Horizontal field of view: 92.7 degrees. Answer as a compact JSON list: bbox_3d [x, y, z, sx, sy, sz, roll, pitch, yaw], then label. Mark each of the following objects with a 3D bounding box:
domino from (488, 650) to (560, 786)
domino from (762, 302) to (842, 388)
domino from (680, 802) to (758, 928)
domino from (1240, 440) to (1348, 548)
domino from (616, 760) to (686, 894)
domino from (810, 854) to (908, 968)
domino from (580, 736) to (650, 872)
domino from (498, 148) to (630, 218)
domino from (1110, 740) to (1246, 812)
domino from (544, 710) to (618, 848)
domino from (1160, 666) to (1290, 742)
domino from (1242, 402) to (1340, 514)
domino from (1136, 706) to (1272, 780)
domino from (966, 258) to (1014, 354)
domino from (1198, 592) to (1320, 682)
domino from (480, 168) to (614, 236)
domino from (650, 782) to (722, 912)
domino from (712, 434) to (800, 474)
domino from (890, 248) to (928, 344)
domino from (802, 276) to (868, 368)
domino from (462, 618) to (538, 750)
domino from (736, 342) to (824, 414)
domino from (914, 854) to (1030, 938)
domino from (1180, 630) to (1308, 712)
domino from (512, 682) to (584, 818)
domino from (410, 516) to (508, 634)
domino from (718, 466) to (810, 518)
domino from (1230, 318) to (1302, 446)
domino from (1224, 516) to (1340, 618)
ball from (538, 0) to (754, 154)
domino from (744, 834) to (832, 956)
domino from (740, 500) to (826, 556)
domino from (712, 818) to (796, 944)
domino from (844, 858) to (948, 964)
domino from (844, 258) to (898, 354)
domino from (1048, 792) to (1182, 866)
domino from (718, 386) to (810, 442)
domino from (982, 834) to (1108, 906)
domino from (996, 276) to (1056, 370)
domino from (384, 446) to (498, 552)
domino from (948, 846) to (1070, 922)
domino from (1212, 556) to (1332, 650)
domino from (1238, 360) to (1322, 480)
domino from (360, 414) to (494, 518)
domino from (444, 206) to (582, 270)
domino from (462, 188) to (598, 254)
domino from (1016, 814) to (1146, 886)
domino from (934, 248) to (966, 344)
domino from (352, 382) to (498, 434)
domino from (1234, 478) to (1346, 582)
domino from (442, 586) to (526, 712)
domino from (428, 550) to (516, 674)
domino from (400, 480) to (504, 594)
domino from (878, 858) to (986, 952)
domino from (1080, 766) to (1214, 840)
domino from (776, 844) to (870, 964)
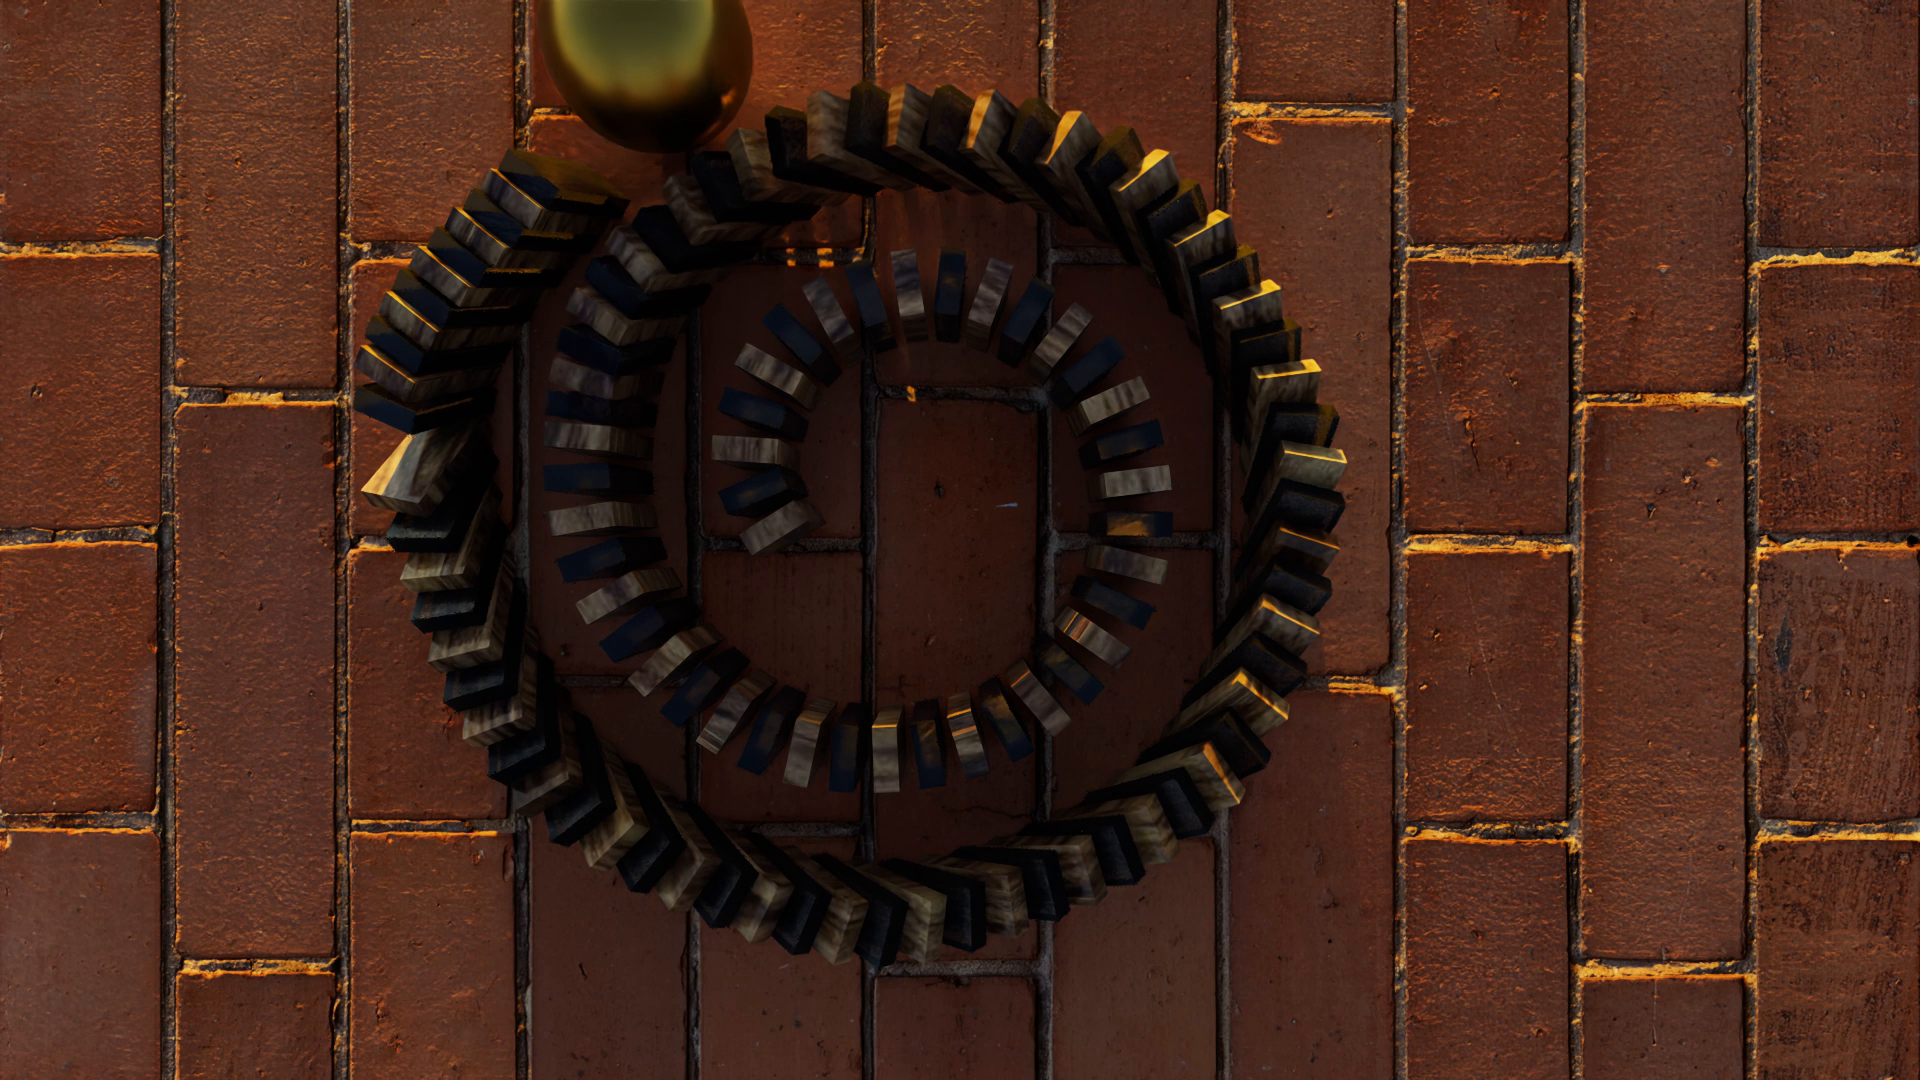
[{"bbox_3d":[-0.182,0.073,0.381,0.025,0.010,0.050,-27,51,0],"label":"domino"},{"bbox_3d":[-0.063,-0.078,0.375,0.025,0.050,0.009,44,90,0],"label":"domino"},{"bbox_3d":[-0.107,0.134,0.381,0.050,0.009,0.025,30,90,39],"label":"domino"},{"bbox_3d":[0.137,-0.016,0.380,0.025,0.010,0.050,10,129,-1],"label":"domino"},{"bbox_3d":[-0.135,0.118,0.381,0.025,0.009,0.050,-51,51,0],"label":"domino"},{"bbox_3d":[-0.045,0.153,0.380,0.050,0.010,0.025,14,91,39],"label":"domino"},{"bbox_3d":[-0.149,0.109,0.381,0.025,0.010,0.050,-45,51,0],"label":"domino"},{"bbox_3d":[-0.160,-0.145,0.375,0.025,0.050,0.009,38,110,0],"label":"domino"},{"bbox_3d":[0.089,0.103,0.380,0.050,0.009,0.025,-34,91,40],"label":"domino"},{"bbox_3d":[-0.161,0.098,0.380,0.025,0.009,0.050,-38,50,0],"label":"domino"},{"bbox_3d":[0.109,0.076,0.381,0.025,0.010,0.050,38,129,0],"label":"domino"},{"bbox_3d":[0.136,-0.033,0.380,0.025,0.009,0.050,3,130,0],"label":"domino"},{"bbox_3d":[0.100,0.091,0.380,0.025,0.010,0.050,49,130,0],"label":"domino"},{"bbox_3d":[0.012,-0.095,0.375,0.010,0.050,0.025,21,90,0],"label":"domino"},{"bbox_3d":[0.123,0.046,0.381,0.025,0.009,0.050,27,129,0],"label":"domino"},{"bbox_3d":[-0.167,-0.137,0.375,0.025,0.050,0.009,38,110,0],"label":"domino"},{"bbox_3d":[-0.121,0.127,0.381,0.050,0.009,0.025,34,90,39],"label":"domino"},{"bbox_3d":[-0.082,-0.035,0.375,0.025,0.050,0.009,4,90,0],"label":"domino"},{"bbox_3d":[-0.020,-0.098,0.375,0.010,0.050,0.025,-8,90,0],"label":"domino"},{"bbox_3d":[-0.051,-0.088,0.375,0.010,0.050,0.025,-29,90,0],"label":"domino"},{"bbox_3d":[-0.190,0.059,0.381,0.025,0.010,0.050,-20,51,0],"label":"domino"},{"bbox_3d":[-0.073,-0.065,0.375,0.025,0.050,0.010,29,90,0],"label":"domino"},{"bbox_3d":[0.004,0.147,0.381,0.050,0.010,0.025,-8,90,39],"label":"domino"},{"bbox_3d":[0.117,0.062,0.381,0.025,0.010,0.050,33,129,0],"label":"domino"},{"bbox_3d":[-0.173,0.086,0.380,0.025,0.009,0.050,-30,51,0],"label":"domino"},{"bbox_3d":[-0.207,0.013,0.381,0.025,0.010,0.050,-8,51,0],"label":"domino"},{"bbox_3d":[-0.079,-0.019,0.375,0.025,0.050,0.009,-23,90,0],"label":"domino"},{"bbox_3d":[0.127,-0.065,0.381,0.025,0.010,0.050,-14,129,0],"label":"domino"},{"bbox_3d":[0.133,0.015,0.381,0.025,0.010,0.050,18,129,0],"label":"domino"},{"bbox_3d":[-0.122,-0.195,0.360,0.080,0.080,0.080,0,90,0],"label":"ball"},{"bbox_3d":[-0.077,0.146,0.381,0.050,0.010,0.025,23,90,39],"label":"domino"},{"bbox_3d":[-0.071,-0.005,0.375,0.025,0.050,0.009,-32,90,0],"label":"domino"},{"bbox_3d":[-0.092,0.141,0.381,0.050,0.009,0.025,27,90,39],"label":"domino"},{"bbox_3d":[-0.029,0.153,0.380,0.050,0.009,0.025,6,90,40],"label":"domino"},{"bbox_3d":[-0.036,-0.095,0.375,0.009,0.050,0.025,-19,90,0],"label":"domino"},{"bbox_3d":[0.063,0.122,0.380,0.050,0.009,0.025,-24,91,39],"label":"domino"},{"bbox_3d":[-0.079,-0.050,0.375,0.025,0.050,0.009,17,90,0],"label":"domino"},{"bbox_3d":[0.035,0.137,0.381,0.050,0.010,0.025,-16,90,39],"label":"domino"},{"bbox_3d":[0.026,-0.088,0.375,0.009,0.050,0.025,30,90,0],"label":"domino"},{"bbox_3d":[-0.214,-0.018,0.380,0.025,0.010,0.050,1,52,2],"label":"domino"},{"bbox_3d":[0.020,0.142,0.381,0.050,0.009,0.025,-13,90,39],"label":"domino"},{"bbox_3d":[0.129,0.031,0.381,0.025,0.009,0.050,24,129,0],"label":"domino"},{"bbox_3d":[0.132,-0.049,0.380,0.025,0.010,0.050,-7,130,0],"label":"domino"},{"bbox_3d":[-0.219,-0.033,0.380,0.025,0.010,0.050,12,53,6],"label":"domino"},{"bbox_3d":[-0.181,-0.123,0.375,0.025,0.050,0.010,38,110,0],"label":"domino"},{"bbox_3d":[-0.174,-0.130,0.375,0.025,0.050,0.010,38,110,0],"label":"domino"},{"bbox_3d":[0.049,0.130,0.381,0.050,0.010,0.025,-21,90,39],"label":"domino"},{"bbox_3d":[-0.004,-0.099,0.375,0.009,0.050,0.025,7,90,0],"label":"domino"},{"bbox_3d":[-0.217,-0.058,0.375,0.025,0.050,0.010,24,111,1],"label":"domino"},{"bbox_3d":[0.136,0.000,0.380,0.025,0.009,0.050,14,129,-1],"label":"domino"},{"bbox_3d":[-0.197,0.044,0.381,0.025,0.010,0.050,-17,51,0],"label":"domino"},{"bbox_3d":[-0.202,0.029,0.381,0.025,0.009,0.050,-14,51,0],"label":"domino"},{"bbox_3d":[-0.210,-0.002,0.381,0.025,0.010,0.050,-6,51,0],"label":"domino"},{"bbox_3d":[-0.012,0.151,0.381,0.050,0.009,0.025,-2,90,39],"label":"domino"},{"bbox_3d":[0.077,0.113,0.380,0.050,0.009,0.025,-30,91,39],"label":"domino"},{"bbox_3d":[-0.061,0.150,0.380,0.050,0.009,0.025,19,91,39],"label":"domino"}]
